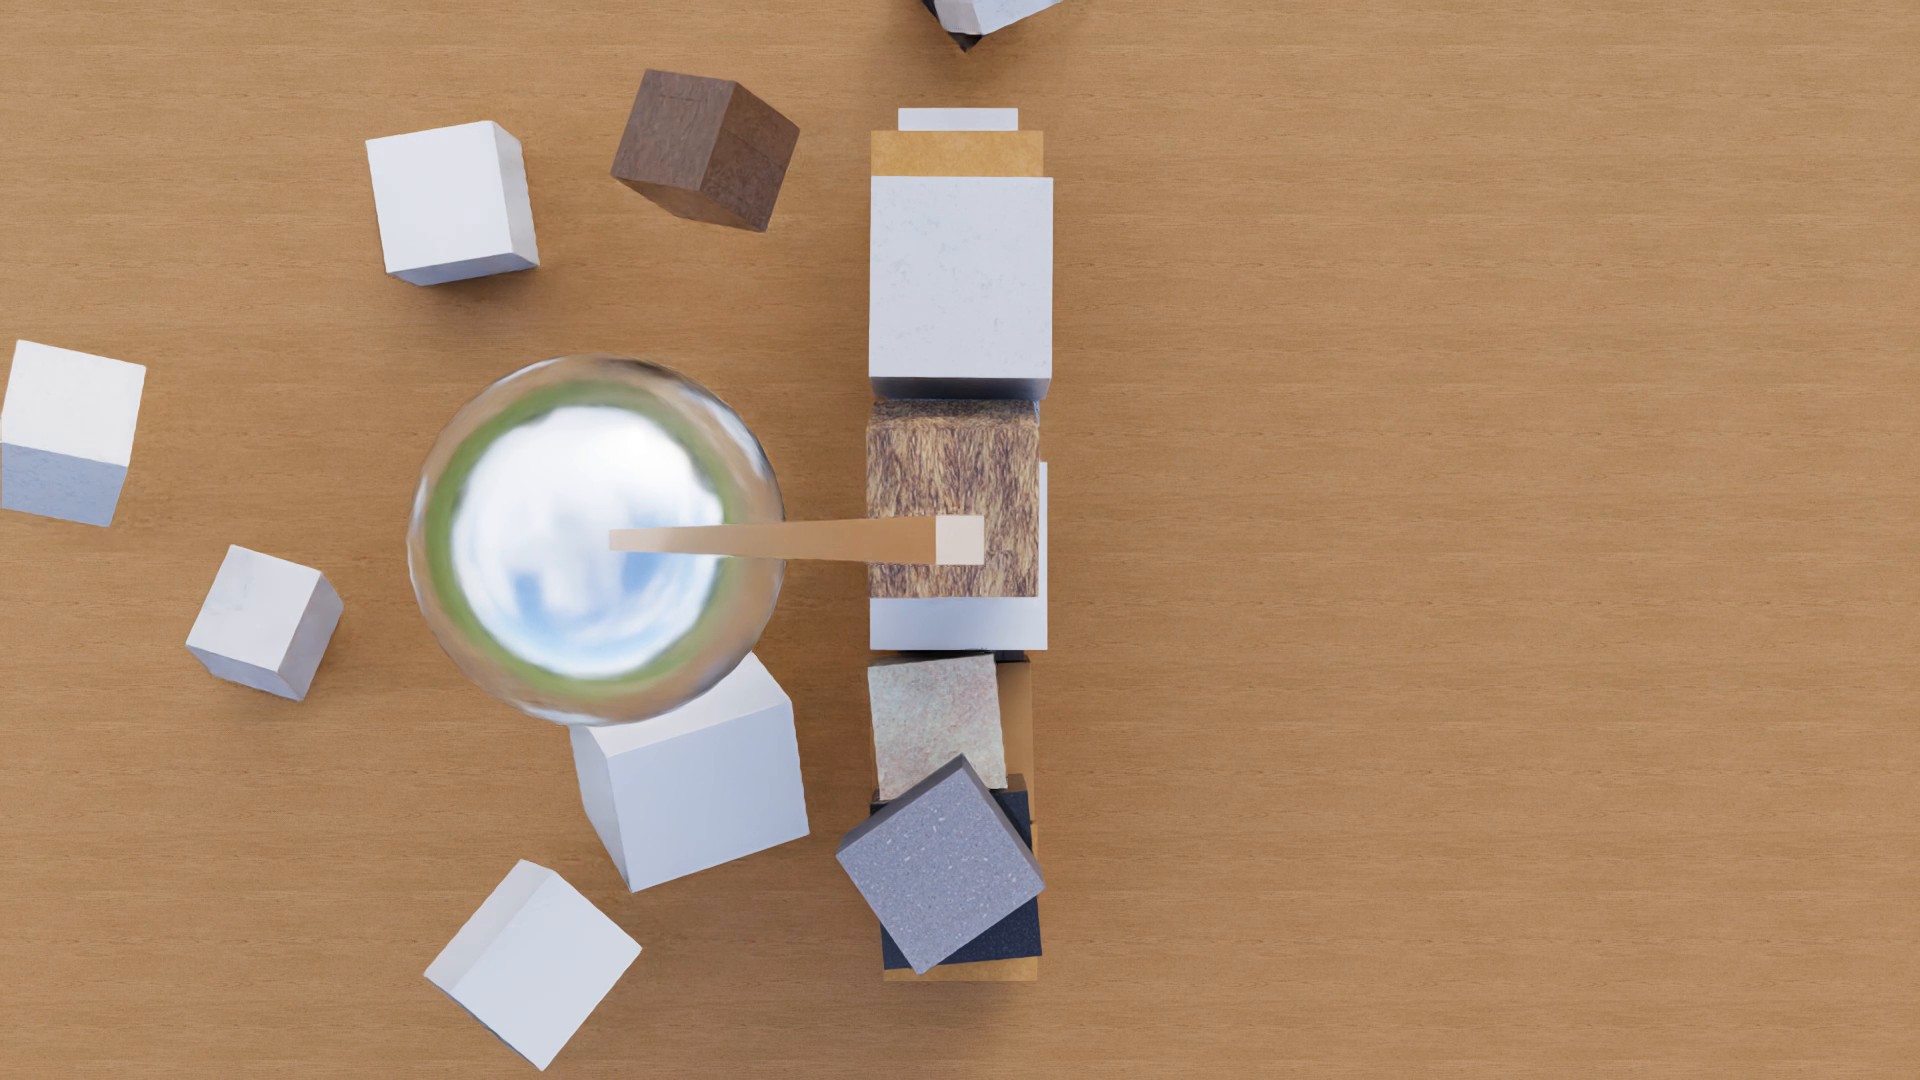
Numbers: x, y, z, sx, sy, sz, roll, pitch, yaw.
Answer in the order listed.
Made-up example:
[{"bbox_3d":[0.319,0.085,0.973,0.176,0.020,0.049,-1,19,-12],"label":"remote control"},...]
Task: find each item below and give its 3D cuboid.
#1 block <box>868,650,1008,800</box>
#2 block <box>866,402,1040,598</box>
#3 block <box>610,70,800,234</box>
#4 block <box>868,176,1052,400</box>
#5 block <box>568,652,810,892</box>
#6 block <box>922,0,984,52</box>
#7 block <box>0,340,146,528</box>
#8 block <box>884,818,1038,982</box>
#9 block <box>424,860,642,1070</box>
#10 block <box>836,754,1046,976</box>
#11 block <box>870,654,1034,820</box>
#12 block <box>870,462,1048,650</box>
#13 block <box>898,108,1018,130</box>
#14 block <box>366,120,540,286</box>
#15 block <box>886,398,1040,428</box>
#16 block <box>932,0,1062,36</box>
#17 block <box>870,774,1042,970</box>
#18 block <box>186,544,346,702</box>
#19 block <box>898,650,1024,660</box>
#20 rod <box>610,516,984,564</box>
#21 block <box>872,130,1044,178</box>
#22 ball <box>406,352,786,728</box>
[{"bbox_3d":[-0.123,0.963,11.721,0.658,0.736,0.693,-6,91,-1],"label":"block"},{"bbox_3d":[-0.033,-0.219,10.921,0.817,0.963,0.810,0,102,0],"label":"block"},{"bbox_3d":[-1.233,-1.884,10.672,0.568,0.558,0.551,15,84,32],"label":"block"},{"bbox_3d":[0.005,-1.241,10.985,0.878,0.780,0.977,1,86,0],"label":"block"},{"bbox_3d":[-1.474,1.165,11.773,0.999,0.867,0.844,-16,120,-20],"label":"block"},{"bbox_3d":[0.065,-3.268,12.766,0.554,0.468,0.545,-40,90,0],"label":"block"},{"bbox_3d":[-4.797,-0.560,11.782,0.644,0.723,0.622,12,59,-24],"label":"block"},{"bbox_3d":[0.001,1.991,12.533,0.844,0.934,0.857,0,90,0],"label":"block"},{"bbox_3d":[-2.205,2.170,11.322,0.624,0.706,0.774,45,71,-16],"label":"block"},{"bbox_3d":[-0.092,1.583,10.850,0.739,0.729,0.702,-35,90,0],"label":"block"},{"bbox_3d":[-0.046,1.118,12.545,0.893,0.910,0.869,-1,90,0],"label":"block"},{"bbox_3d":[-0.008,0.080,11.862,0.926,0.760,0.980,0,91,0],"label":"block"},{"bbox_3d":[-0.009,-2.081,12.658,0.670,0.684,0.675,0,90,0],"label":"block"},{"bbox_3d":[-2.902,-1.924,12.642,0.720,0.695,0.748,-9,90,2],"label":"block"},{"bbox_3d":[0.015,-0.789,11.805,0.789,0.870,0.733,0,90,0],"label":"block"},{"bbox_3d":[0.208,-3.196,12.025,0.677,0.601,0.623,-27,113,-13],"label":"block"},{"bbox_3d":[-0.021,1.736,11.640,0.809,0.851,0.846,-5,90,0],"label":"block"},{"bbox_3d":[-3.966,0.480,12.589,0.551,0.550,0.627,16,69,5],"label":"block"},{"bbox_3d":[0.004,0.302,12.624,0.701,0.753,0.741,0,90,0],"label":"block"},{"bbox_3d":[-0.666,0.000,6.091,0.080,5.200,0.080,0,90,-15],"label":"rod"},{"bbox_3d":[-0.014,-1.645,11.861,0.892,0.906,0.958,0,90,0],"label":"block"},{"bbox_3d":[-1.537,0.000,9.377,1.600,1.600,1.600,0,90,0],"label":"ball"}]
